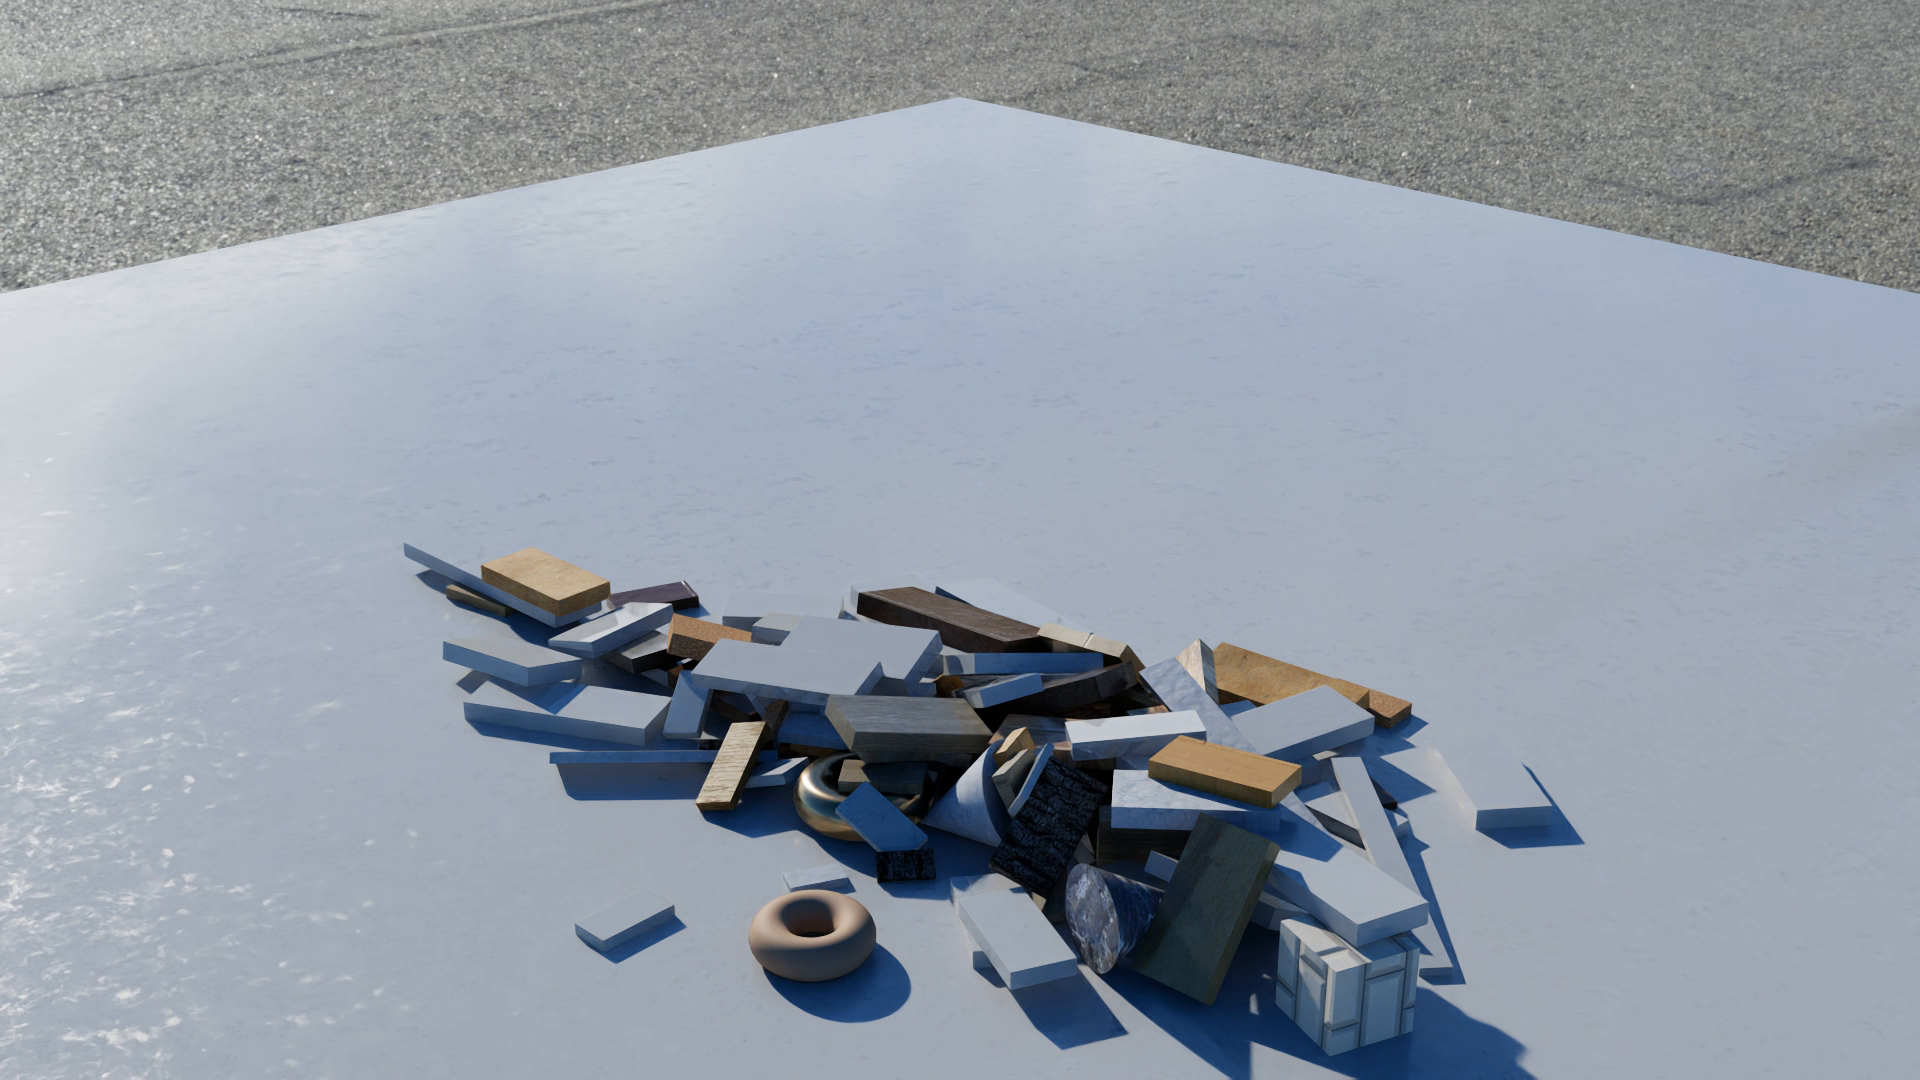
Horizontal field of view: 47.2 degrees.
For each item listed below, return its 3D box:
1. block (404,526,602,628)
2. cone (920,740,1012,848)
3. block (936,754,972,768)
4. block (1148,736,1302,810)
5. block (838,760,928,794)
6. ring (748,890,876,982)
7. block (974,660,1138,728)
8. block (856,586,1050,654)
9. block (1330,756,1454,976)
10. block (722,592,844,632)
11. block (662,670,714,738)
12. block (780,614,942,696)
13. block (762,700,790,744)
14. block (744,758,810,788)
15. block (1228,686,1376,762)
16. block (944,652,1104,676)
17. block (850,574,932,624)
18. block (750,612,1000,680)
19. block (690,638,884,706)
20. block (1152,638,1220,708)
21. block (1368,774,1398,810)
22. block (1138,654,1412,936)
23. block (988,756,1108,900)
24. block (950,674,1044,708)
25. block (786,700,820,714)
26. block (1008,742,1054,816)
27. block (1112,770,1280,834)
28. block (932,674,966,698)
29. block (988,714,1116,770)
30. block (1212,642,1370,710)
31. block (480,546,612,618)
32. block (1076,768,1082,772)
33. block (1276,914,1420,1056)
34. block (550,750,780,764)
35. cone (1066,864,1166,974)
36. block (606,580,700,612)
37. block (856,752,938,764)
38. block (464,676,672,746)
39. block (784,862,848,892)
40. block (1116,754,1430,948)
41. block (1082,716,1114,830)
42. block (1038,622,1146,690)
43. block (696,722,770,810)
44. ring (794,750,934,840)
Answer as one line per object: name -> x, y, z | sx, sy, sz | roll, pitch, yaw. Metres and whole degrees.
block -> -1.136, 0.088, 5.430 | 0.626, 0.039, 0.138 | 20, 30, 39
cone -> 0.013, 0.535, 4.365 | 0.233, 0.233, 0.233 | -18, 12, 30
block -> -0.083, 0.432, 4.556 | 0.208, 0.028, 0.099 | 14, -2, -4
block -> 0.492, 0.430, 4.091 | 0.253, 0.036, 0.126 | 12, 24, 31
block -> -0.153, 0.472, 4.382 | 0.167, 0.024, 0.084 | 2, 25, 5
ring -> -0.267, 0.714, 3.980 | 0.232, 0.077, 0.232 | 1, 24, 0
block -> 0.179, 0.335, 4.665 | 0.356, 0.050, 0.178 | -16, 0, 30
block -> -0.011, 0.191, 5.039 | 0.464, 0.050, 0.178 | 17, 15, 41
block -> 0.822, 0.613, 4.231 | 0.061, 0.017, 0.692 | -2, 27, -4
block -> -0.424, 0.176, 5.296 | 0.276, 0.039, 0.138 | 2, 23, 4
block -> -0.585, 0.356, 4.775 | 0.081, 0.023, 0.163 | -2, 52, 19
block -> -0.226, 0.248, 4.753 | 0.338, 0.048, 0.169 | 5, 38, 27
block -> -0.398, 0.384, 4.651 | 0.057, 0.016, 0.149 | -30, 18, 26
block -> -0.395, 0.480, 4.522 | 0.168, 0.024, 0.084 | -10, 13, 39
block -> 0.704, 0.397, 4.640 | 0.310, 0.044, 0.155 | -15, 30, -29
block -> 0.137, 0.268, 4.745 | 0.309, 0.044, 0.154 | 1, -5, -26
block -> -0.094, 0.201, 5.225 | 0.169, 0.048, 0.468 | -10, 25, -23
block -> -0.161, 0.242, 4.949 | 0.598, 0.044, 0.154 | 8, 11, 9
block -> -0.369, 0.284, 4.675 | 0.406, 0.036, 0.126 | 6, 37, 28
block -> 0.485, 0.342, 4.775 | 0.044, 0.155, 0.311 | 43, 19, -14
block -> 0.839, 0.520, 4.512 | 0.061, 0.017, 0.121 | -8, 24, -18
block -> 0.598, 0.497, 4.307 | 0.084, 0.024, 0.876 | -25, 41, -12
block -> 0.168, 0.542, 4.160 | 0.126, 0.036, 0.254 | 27, 57, 9
block -> 0.076, 0.317, 4.624 | 0.132, 0.037, 0.264 | -15, -1, -14
block -> -0.220, 0.381, 4.680 | 0.276, 0.138, 0.039 | 7, 55, 14
block -> 0.137, 0.456, 4.201 | 0.016, 0.056, 0.164 | 33, 40, 0
block -> 0.435, 0.482, 4.067 | 0.304, 0.043, 0.152 | 1, 20, 5
block -> -0.003, 0.352, 4.769 | 0.020, 0.140, 0.070 | -28, 4, 37
block -> 0.204, 0.408, 4.452 | 0.264, 0.037, 0.132 | 3, 24, 20
block -> 0.701, 0.335, 4.877 | 0.380, 0.044, 0.155 | 18, 40, 36
block -> -0.999, 0.099, 5.298 | 0.306, 0.043, 0.153 | 20, 30, 39
block -> 0.267, 0.477, 4.499 | 0.124, 0.035, 0.248 | 41, 22, -10
block -> 0.664, 0.749, 3.779 | 0.169, 0.169, 0.169 | -10, 25, -23
block -> -0.618, 0.454, 4.616 | 0.472, 0.023, 0.081 | 0, -4, -1
cone -> 0.323, 0.663, 3.961 | 0.197, 0.197, 0.197 | -7, 24, -25
block -> -0.751, 0.149, 5.373 | 0.203, 0.029, 0.102 | -10, 25, -23
block -> -0.135, 0.416, 4.438 | 0.168, 0.024, 0.084 | 1, 25, -32
block -> -0.859, 0.370, 4.832 | 0.431, 0.043, 0.153 | 7, 24, 16
block -> -0.277, 0.649, 4.211 | 0.113, 0.016, 0.056 | -8, 24, -18
block -> 0.553, 0.539, 4.034 | 0.152, 0.043, 0.753 | -11, 23, -26
block -> 0.309, 0.492, 4.444 | 0.139, 0.039, 0.351 | 42, 22, -11
block -> 0.297, 0.255, 4.846 | 0.252, 0.126, 0.036 | 14, 62, 46
block -> -0.465, 0.463, 4.516 | 0.084, 0.024, 0.221 | -6, 40, 26
ring -> -0.195, 0.511, 4.439 | 0.285, 0.095, 0.285 | -1, 23, 0
